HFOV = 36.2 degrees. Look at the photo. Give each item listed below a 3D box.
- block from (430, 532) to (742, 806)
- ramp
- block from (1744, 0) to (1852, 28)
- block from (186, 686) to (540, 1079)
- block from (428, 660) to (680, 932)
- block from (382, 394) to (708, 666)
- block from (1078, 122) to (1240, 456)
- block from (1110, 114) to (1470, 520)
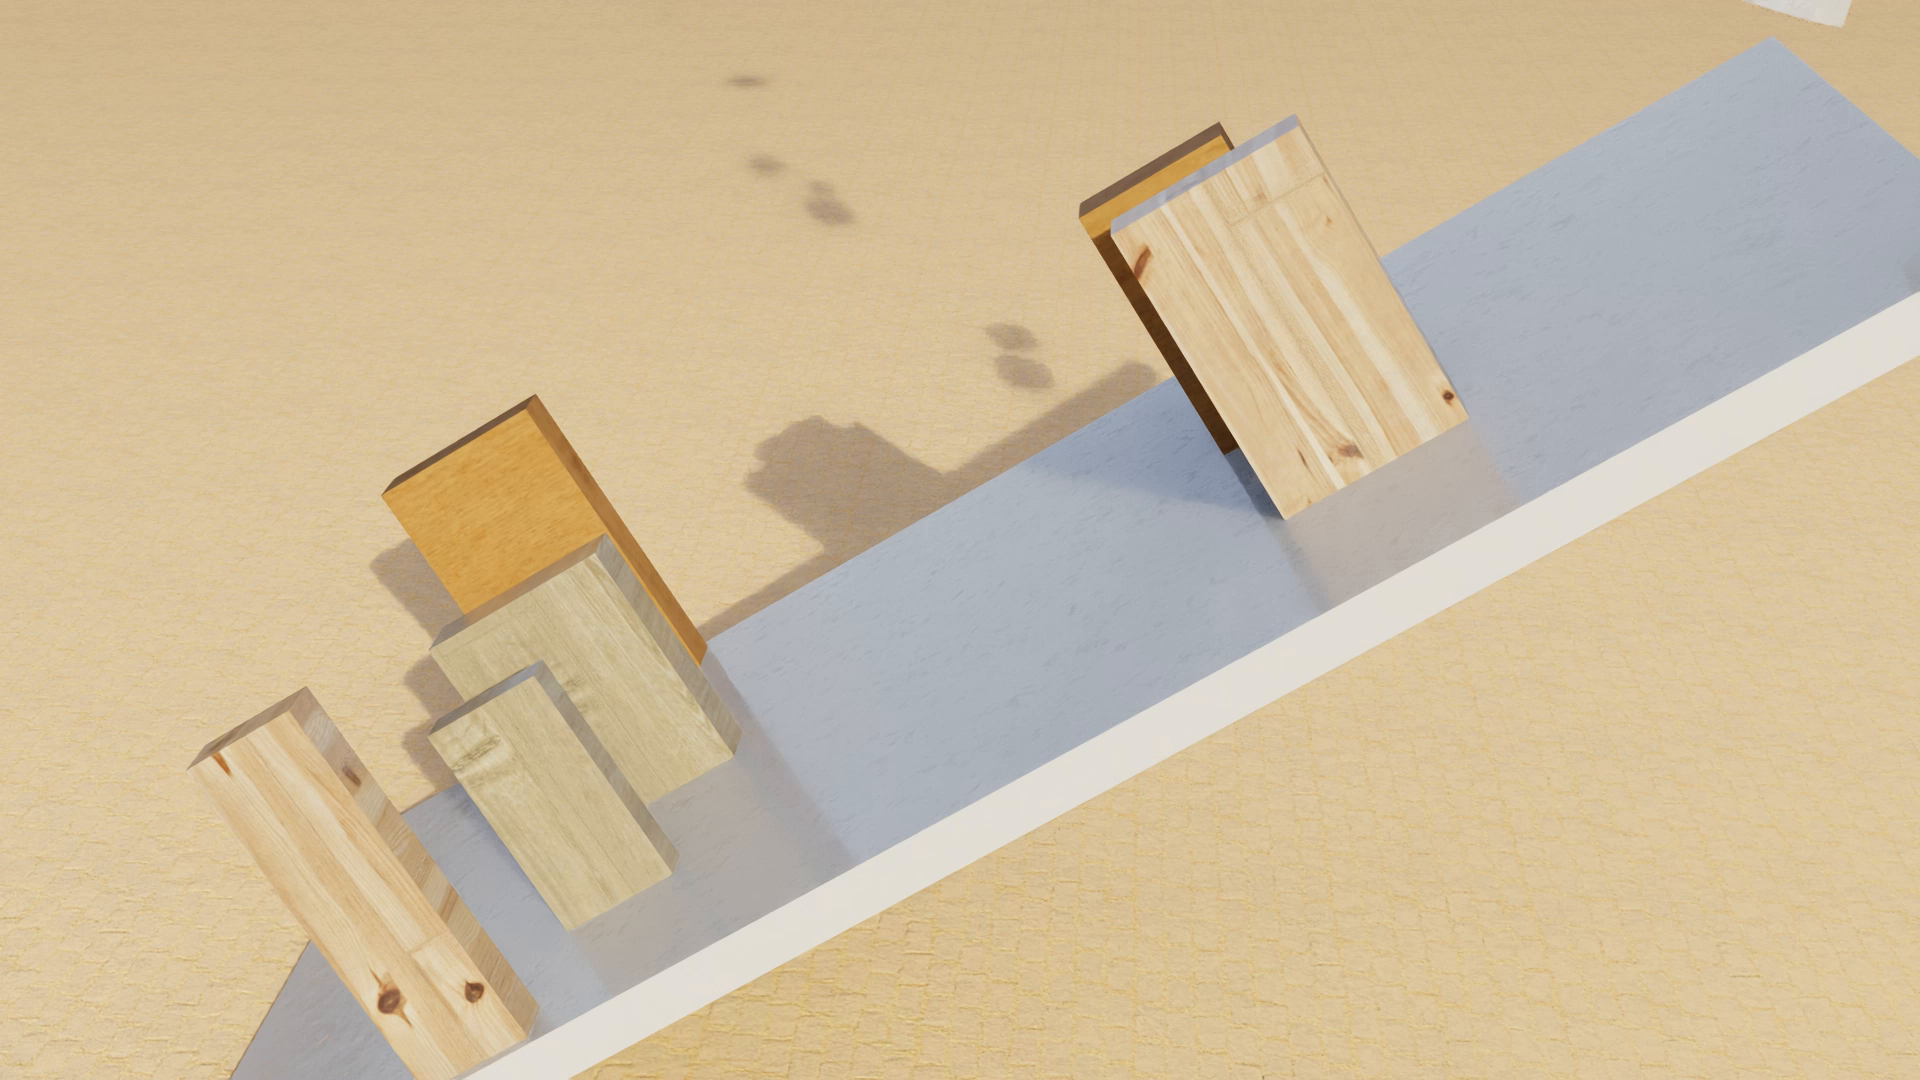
[{"bbox_3d":[-0.820,0.334,6.476,0.440,0.547,0.137,-29,15,13],"label":"block"},{"bbox_3d":[0.141,0.169,6.289,4.000,0.100,2.000,-29,15,13],"label":"ramp"},{"bbox_3d":[1.604,-1.069,5.582,0.147,0.147,0.147,27,19,35],"label":"block"},{"bbox_3d":[-1.126,0.667,5.582,0.240,0.780,0.120,-29,15,13],"label":"block"},{"bbox_3d":[-0.822,0.521,5.969,0.261,0.502,0.089,-29,15,13],"label":"block"},{"bbox_3d":[-1.022,0.079,7.273,0.431,0.769,0.132,-29,15,13],"label":"block"},{"bbox_3d":[0.559,-0.534,6.282,0.344,0.607,0.142,-29,15,13],"label":"block"},{"bbox_3d":[0.636,-0.426,5.669,0.407,0.662,0.125,-29,15,13],"label":"block"}]
